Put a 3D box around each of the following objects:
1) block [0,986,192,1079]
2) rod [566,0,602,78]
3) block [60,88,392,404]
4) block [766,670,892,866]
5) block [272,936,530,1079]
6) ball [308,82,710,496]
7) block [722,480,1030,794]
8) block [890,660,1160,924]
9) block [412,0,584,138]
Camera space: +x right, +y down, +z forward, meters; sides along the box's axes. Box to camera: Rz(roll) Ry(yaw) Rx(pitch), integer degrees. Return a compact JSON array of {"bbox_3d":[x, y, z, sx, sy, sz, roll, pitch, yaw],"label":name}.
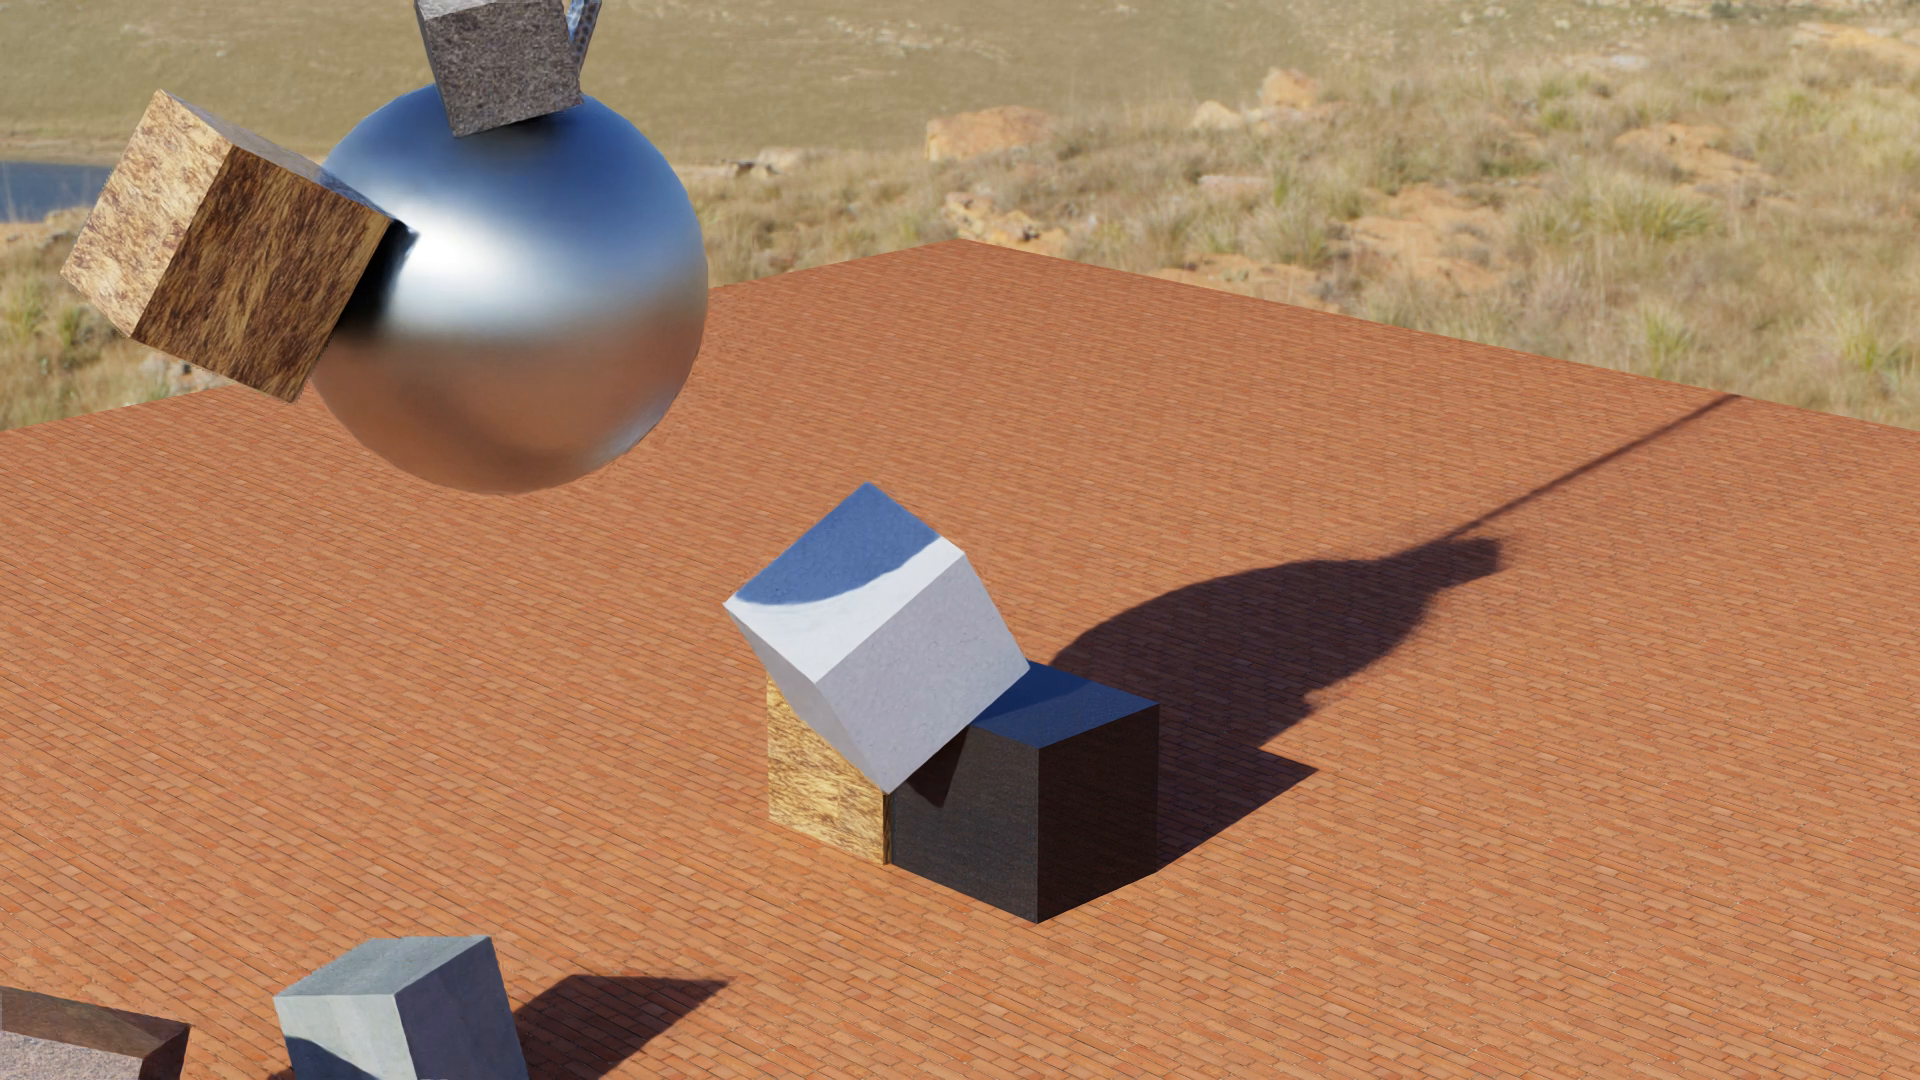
[{"bbox_3d":[-3.135,1.989,10.067,0.695,0.691,0.713,12,-1,-2],"label":"block"},{"bbox_3d":[-0.762,-4.222,11.216,0.080,5.200,0.080,17,-1,42],"label":"rod"},{"bbox_3d":[-2.577,-1.031,10.293,0.681,0.743,0.638,24,7,-45],"label":"block"},{"bbox_3d":[-0.339,0.928,13.972,0.835,0.852,0.796,-17,24,-42],"label":"block"},{"bbox_3d":[-2.108,1.889,11.091,0.617,0.601,0.560,-6,13,32],"label":"block"},{"bbox_3d":[-1.759,-0.971,11.193,1.600,1.600,1.600,0,17,0],"label":"ball"},{"bbox_3d":[-0.364,0.426,12.958,0.854,0.801,0.768,-41,43,-12],"label":"block"},{"bbox_3d":[0.292,1.118,13.401,0.929,0.831,0.795,17,24,42],"label":"block"},{"bbox_3d":[-1.682,-1.856,10.522,0.481,0.549,0.467,-17,51,-9],"label":"block"}]
